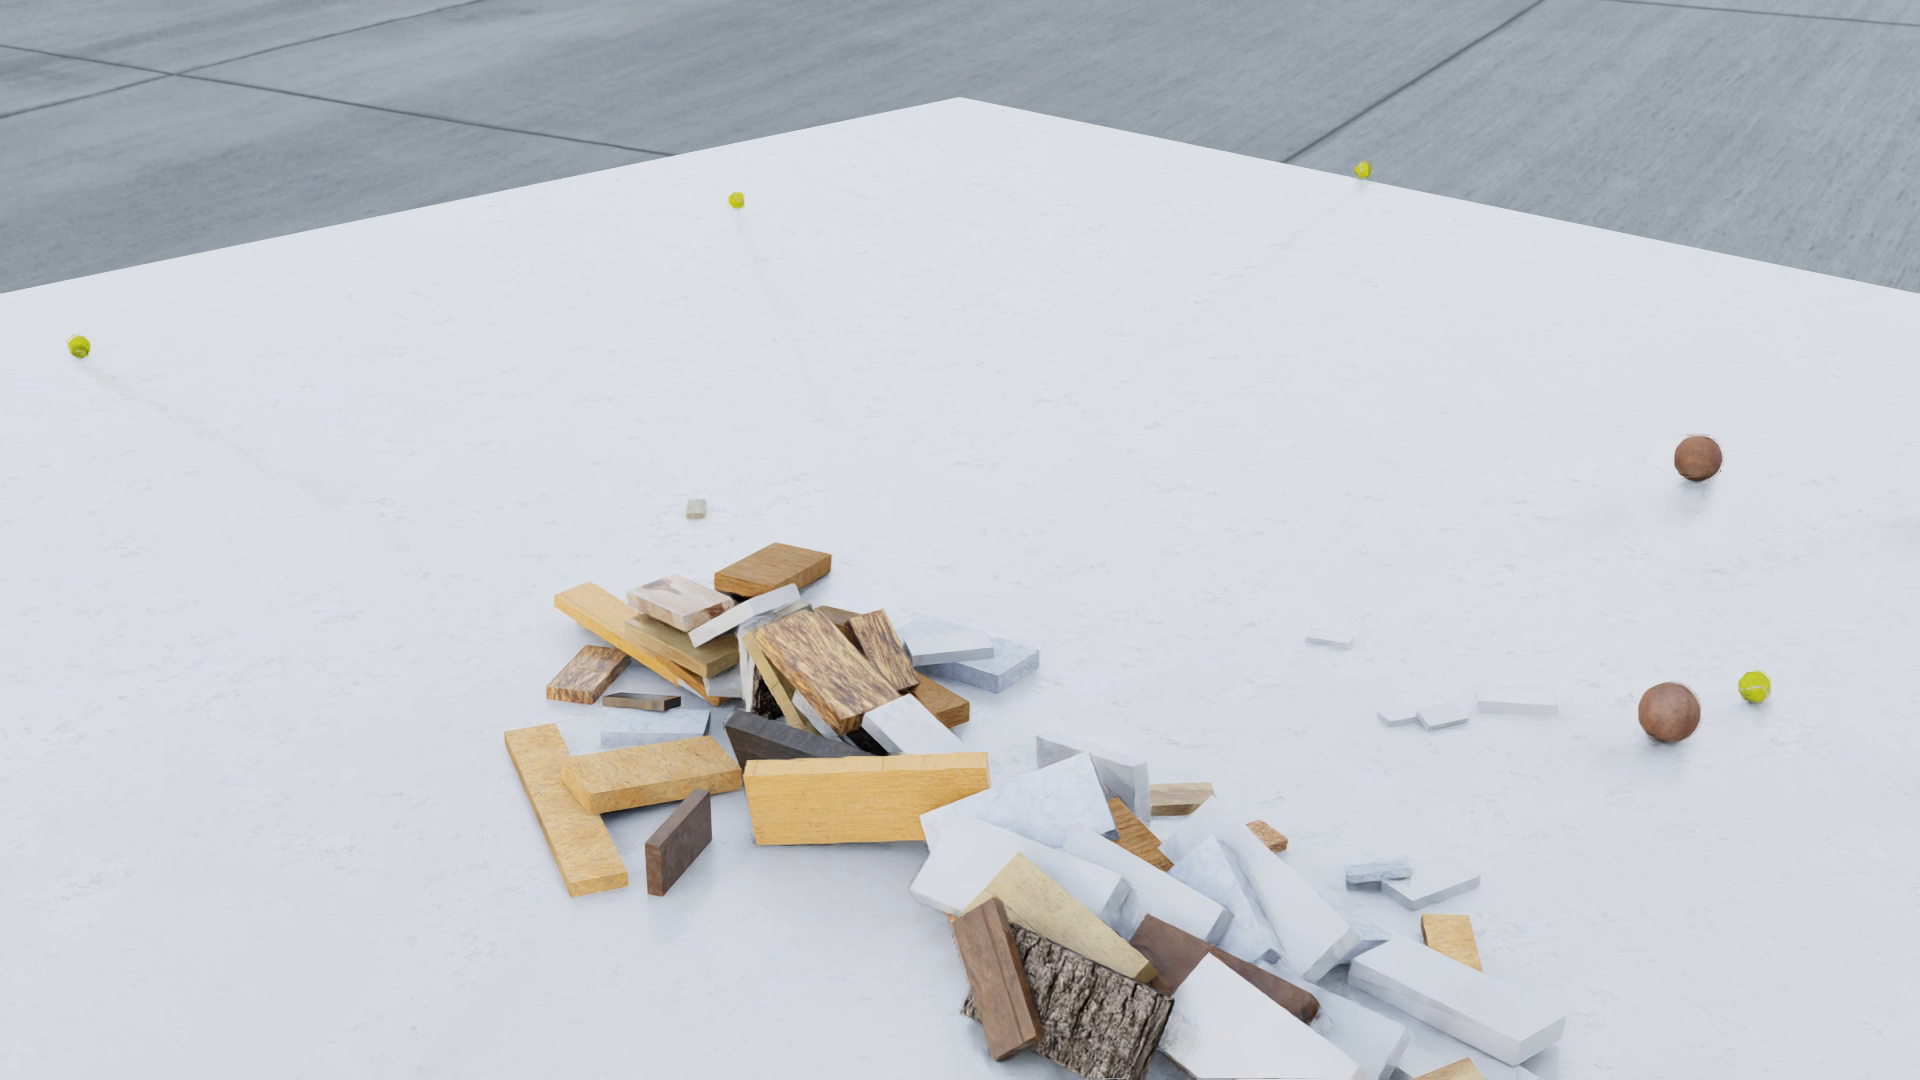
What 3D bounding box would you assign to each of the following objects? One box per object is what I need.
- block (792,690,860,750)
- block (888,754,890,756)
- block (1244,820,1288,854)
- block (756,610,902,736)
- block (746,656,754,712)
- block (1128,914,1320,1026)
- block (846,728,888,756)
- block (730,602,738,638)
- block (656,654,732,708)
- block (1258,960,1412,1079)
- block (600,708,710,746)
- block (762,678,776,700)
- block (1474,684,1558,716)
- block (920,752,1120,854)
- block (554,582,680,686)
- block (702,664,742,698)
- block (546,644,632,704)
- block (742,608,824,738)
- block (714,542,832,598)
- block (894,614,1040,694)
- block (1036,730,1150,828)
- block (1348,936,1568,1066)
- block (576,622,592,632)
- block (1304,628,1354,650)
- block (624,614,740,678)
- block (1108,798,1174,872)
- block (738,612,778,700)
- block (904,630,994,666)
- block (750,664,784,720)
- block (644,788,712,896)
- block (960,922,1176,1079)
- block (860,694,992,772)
[{"bbox_3d":[-0.192,0.401,4.600,0.157,0.044,0.314,-21,55,-40],"label":"block"},{"bbox_3d":[-0.020,0.499,4.428,0.127,0.036,0.254,-21,51,-40],"label":"block"},{"bbox_3d":[0.546,0.601,4.314,0.174,0.025,0.087,-13,27,-28],"label":"block"},{"bbox_3d":[-0.275,0.274,4.602,0.157,0.044,0.314,-16,45,-36],"label":"block"},{"bbox_3d":[-0.421,0.298,4.816,0.094,0.187,0.027,-21,39,-40],"label":"block"},{"bbox_3d":[0.416,0.783,3.729,0.349,0.049,0.175,21,68,39],"label":"block"},{"bbox_3d":[-0.112,0.443,4.523,0.127,0.036,0.254,-20,54,-40],"label":"block"},{"bbox_3d":[-0.501,0.212,5.113,0.161,0.046,0.465,-10,18,-41],"label":"block"},{"bbox_3d":[-0.580,0.295,4.934,0.187,0.027,0.094,35,37,20],"label":"block"},{"bbox_3d":[0.593,0.824,3.671,0.285,0.040,0.143,20,65,38],"label":"block"},{"bbox_3d":[-0.658,0.405,4.765,0.222,0.031,0.111,1,23,1],"label":"block"},{"bbox_3d":[-0.338,0.354,4.739,0.094,0.027,0.188,-21,73,-40],"label":"block"},{"bbox_3d":[1.236,0.355,4.893,0.173,0.024,0.086,3,23,8],"label":"block"},{"bbox_3d":[0.111,0.543,4.162,0.346,0.049,0.173,-21,55,4],"label":"block"},{"bbox_3d":[-0.760,0.216,5.118,0.436,0.031,0.111,28,33,32],"label":"block"},{"bbox_3d":[-0.480,0.312,4.912,0.187,0.027,0.094,4,36,-22],"label":"block"},{"bbox_3d":[-0.843,0.305,5.001,0.111,0.031,0.222,6,24,13],"label":"block"},{"bbox_3d":[-0.322,0.312,4.703,0.157,0.044,0.314,-21,75,-40],"label":"block"},{"bbox_3d":[-0.461,0.080,5.451,0.161,0.046,0.321,12,18,20],"label":"block"},{"bbox_3d":[0.000,0.261,5.085,0.330,0.047,0.165,16,28,33],"label":"block"},{"bbox_3d":[0.264,0.481,4.399,0.039,0.138,0.276,-17,20,-38],"label":"block"},{"bbox_3d":[0.847,0.783,3.756,0.328,0.047,0.164,22,21,39],"label":"block"},{"bbox_3d":[-0.839,0.202,5.256,0.154,0.022,0.077,19,30,38],"label":"block"},{"bbox_3d":[0.872,0.232,5.194,0.104,0.015,0.052,9,25,21],"label":"block"},{"bbox_3d":[-0.615,0.224,4.941,0.262,0.037,0.131,24,32,33],"label":"block"},{"bbox_3d":[0.328,0.609,4.153,0.138,0.039,0.276,-14,46,-37],"label":"block"},{"bbox_3d":[-0.436,0.260,4.816,0.094,0.188,0.027,-29,44,-35],"label":"block"},{"bbox_3d":[-0.026,0.247,5.025,0.190,0.027,0.095,-5,24,-13],"label":"block"},{"bbox_3d":[-0.407,0.307,4.793,0.094,0.188,0.027,-21,39,-40],"label":"block"},{"bbox_3d":[-0.542,0.582,4.247,0.031,0.111,0.222,8,24,17],"label":"block"},{"bbox_3d":[0.178,0.784,3.695,0.348,0.174,0.049,19,-6,37],"label":"block"},{"bbox_3d":[-0.069,0.421,4.449,0.127,0.036,0.254,-21,51,-40],"label":"block"}]
